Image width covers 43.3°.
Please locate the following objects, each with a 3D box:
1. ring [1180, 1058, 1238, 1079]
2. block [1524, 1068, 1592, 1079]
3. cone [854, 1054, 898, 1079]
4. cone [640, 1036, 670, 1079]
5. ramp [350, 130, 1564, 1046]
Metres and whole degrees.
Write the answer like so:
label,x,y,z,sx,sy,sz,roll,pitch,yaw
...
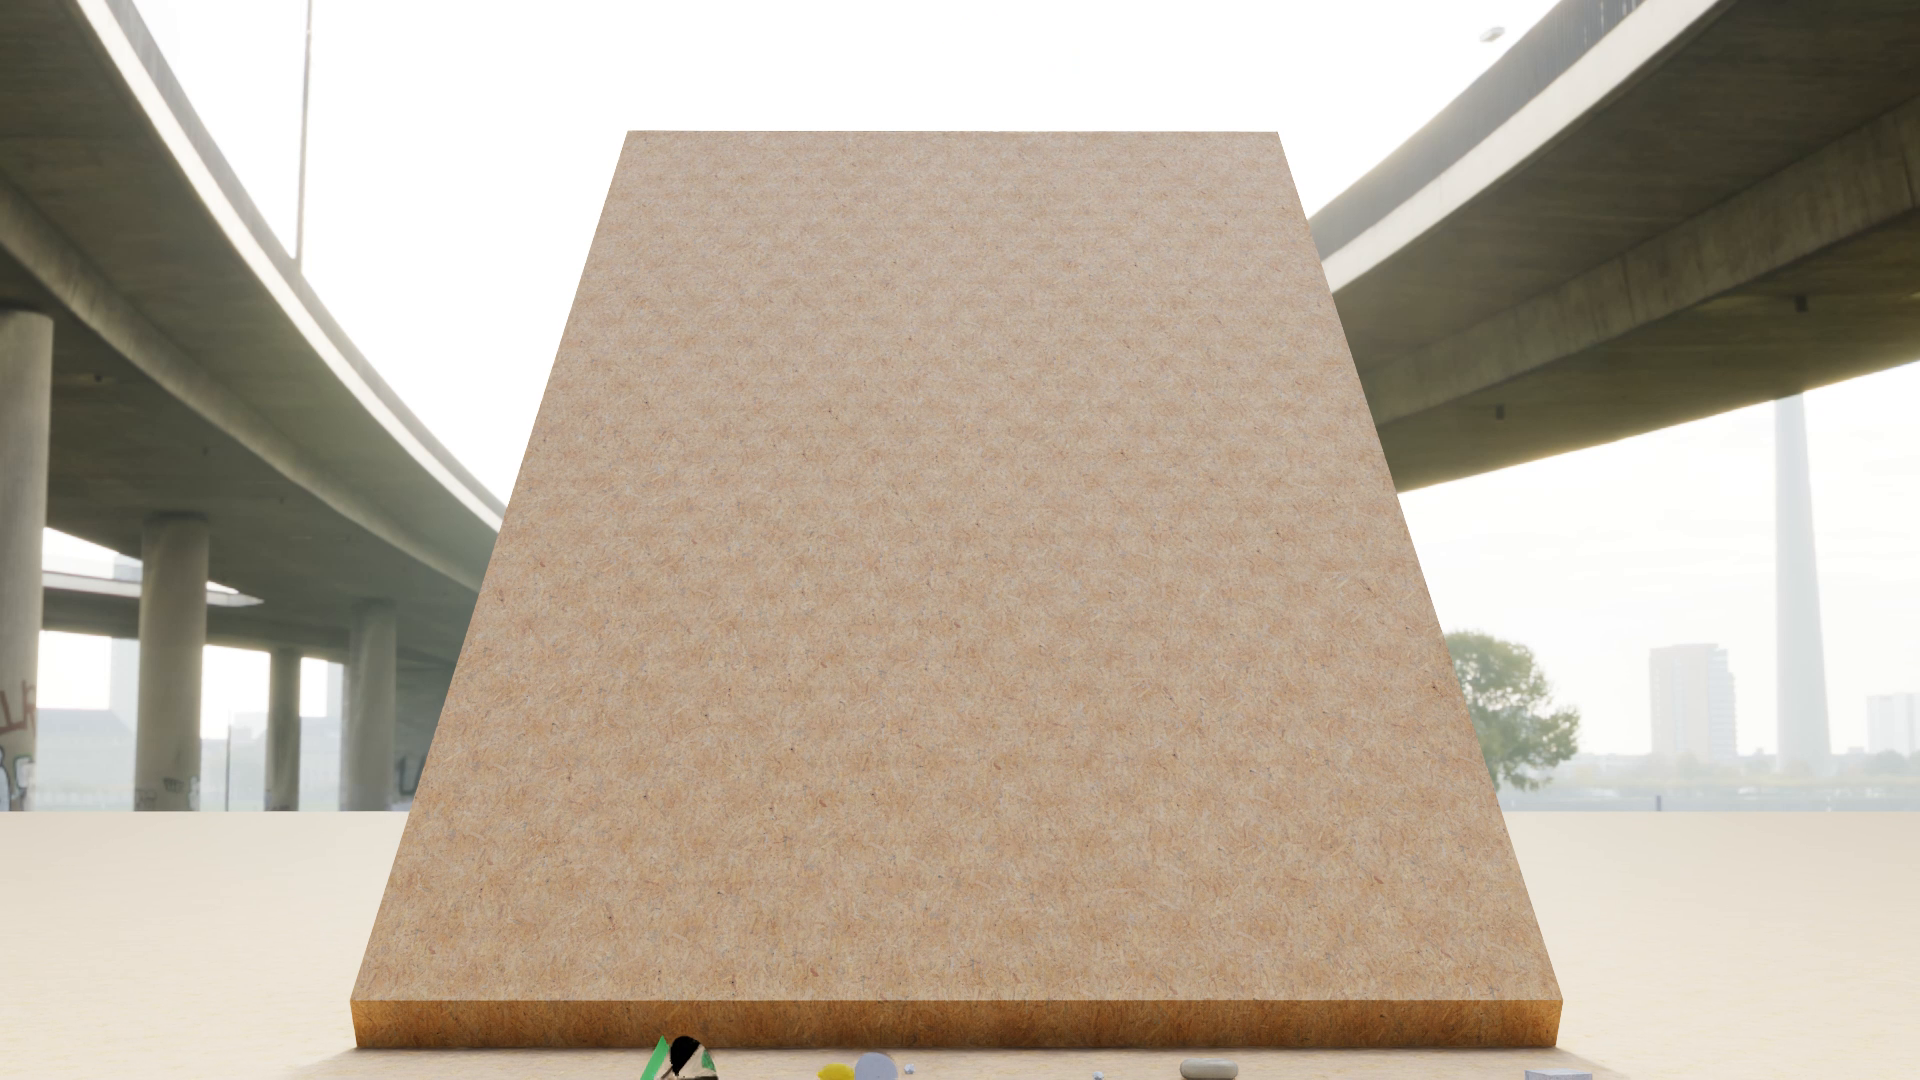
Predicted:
label,x,y,z,sx,sy,sz,roll,pitch,yaw
ring,0.366,0.778,3.554,0.086,0.029,0.086,0,-7,0
block,0.765,0.710,3.091,0.061,0.061,0.061,2,-7,-17
cone,-0.125,0.759,3.382,0.063,0.063,0.063,2,-33,-19
cone,-0.422,0.739,3.426,0.077,0.077,0.077,0,-6,0
ramp,-0.013,-0.207,5.739,2.000,0.100,4.000,0,30,0
